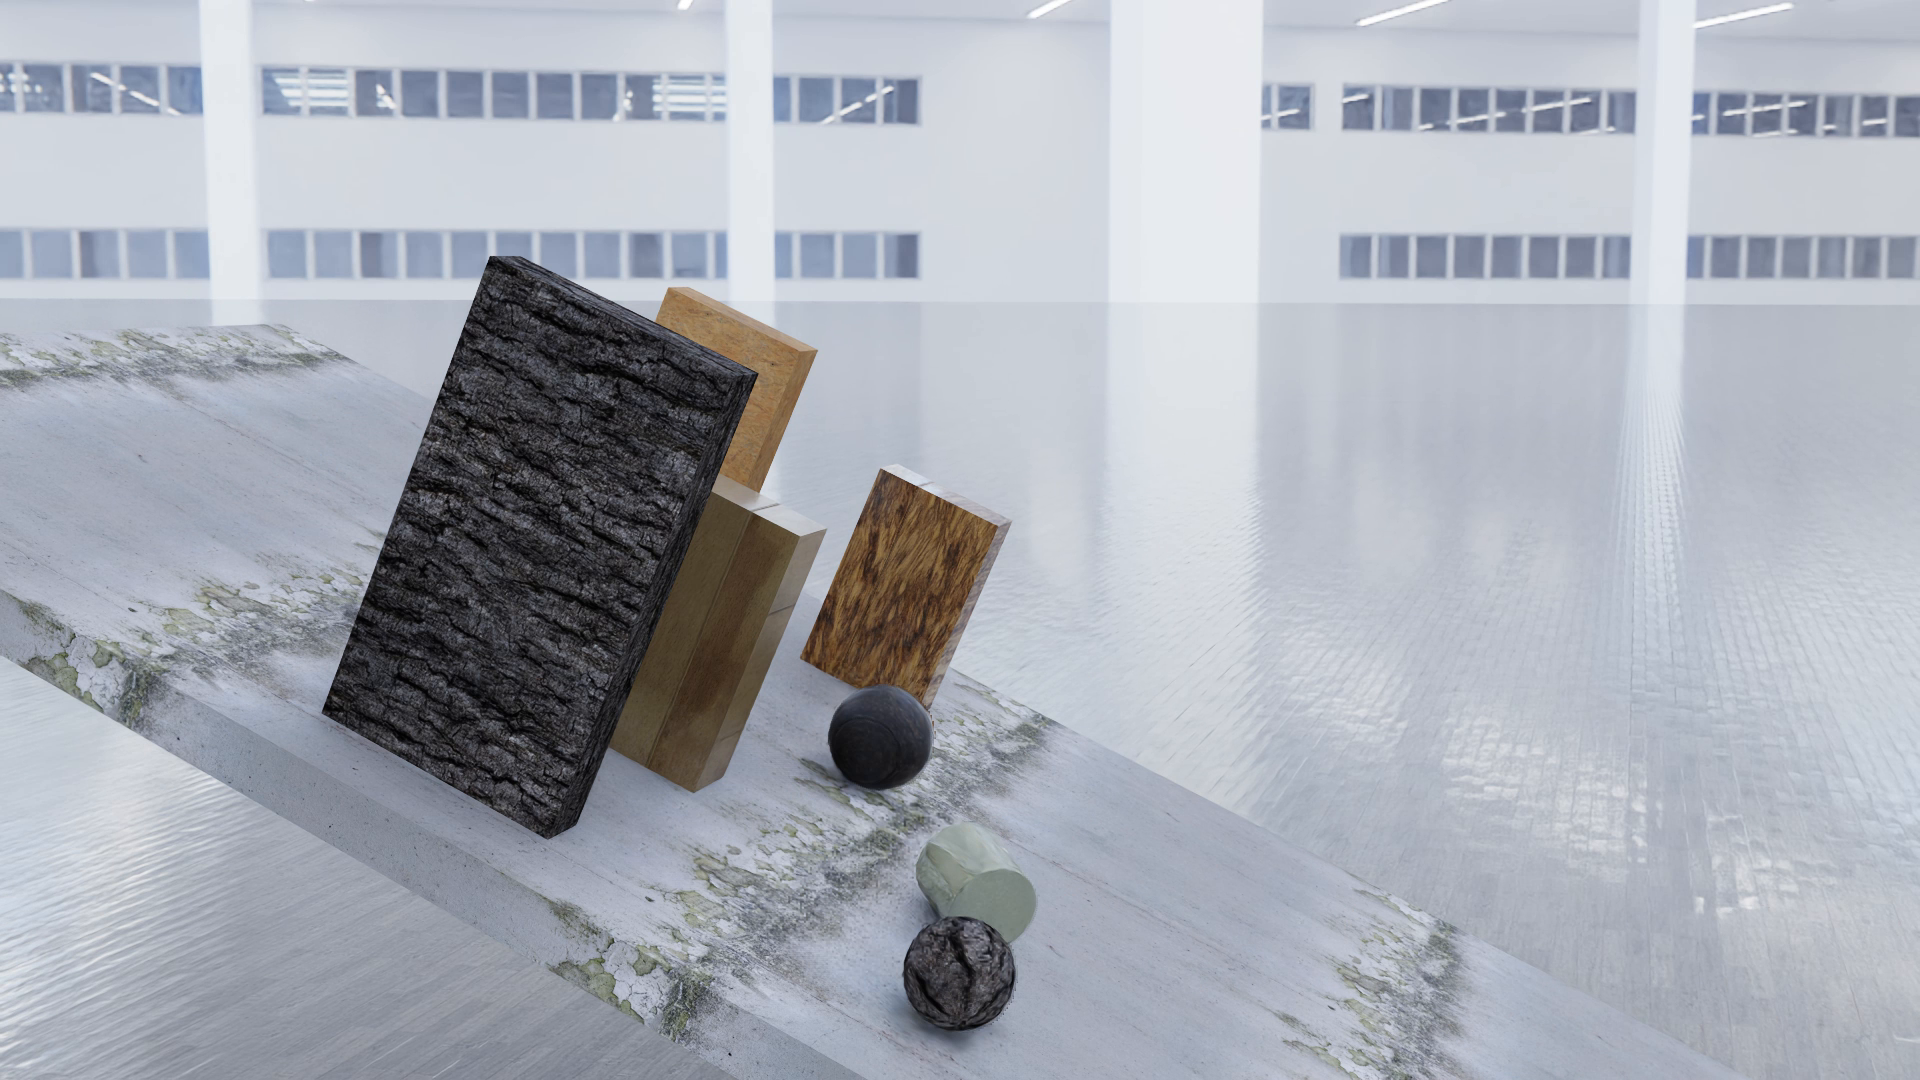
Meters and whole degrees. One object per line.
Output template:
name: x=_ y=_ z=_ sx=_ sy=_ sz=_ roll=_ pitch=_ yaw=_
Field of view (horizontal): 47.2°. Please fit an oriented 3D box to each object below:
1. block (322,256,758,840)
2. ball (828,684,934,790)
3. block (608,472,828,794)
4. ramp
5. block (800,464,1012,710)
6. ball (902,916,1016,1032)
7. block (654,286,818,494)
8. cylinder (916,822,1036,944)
block: x=-0.662 y=0.012 z=3.416 sx=0.434 sy=0.791 sz=0.097 roll=27 pitch=13 yaw=13
ball: x=-0.150 y=0.374 z=4.171 sx=0.199 sy=0.199 sz=0.199 roll=0 pitch=7 yaw=0
block: x=-0.454 y=0.155 z=3.850 sx=0.247 sy=0.499 sz=0.132 roll=27 pitch=13 yaw=13
ramp: x=-0.280 y=0.483 z=4.179 sx=4.000 sy=0.100 sz=2.000 roll=27 pitch=13 yaw=13
block: x=-0.117 y=0.108 z=4.708 sx=0.284 sy=0.457 sz=0.109 roll=27 pitch=13 yaw=13
ball: x=-0.001 y=0.661 z=3.357 sx=0.172 sy=0.172 sz=0.172 roll=0 pitch=7 yaw=0
block: x=-0.561 y=-0.140 z=4.445 sx=0.306 sy=0.673 sz=0.098 roll=27 pitch=13 yaw=13
cylinder: x=0.026 y=0.587 z=3.724 sx=0.158 sy=0.158 sz=0.158 roll=-3 pitch=23 yaw=-21
